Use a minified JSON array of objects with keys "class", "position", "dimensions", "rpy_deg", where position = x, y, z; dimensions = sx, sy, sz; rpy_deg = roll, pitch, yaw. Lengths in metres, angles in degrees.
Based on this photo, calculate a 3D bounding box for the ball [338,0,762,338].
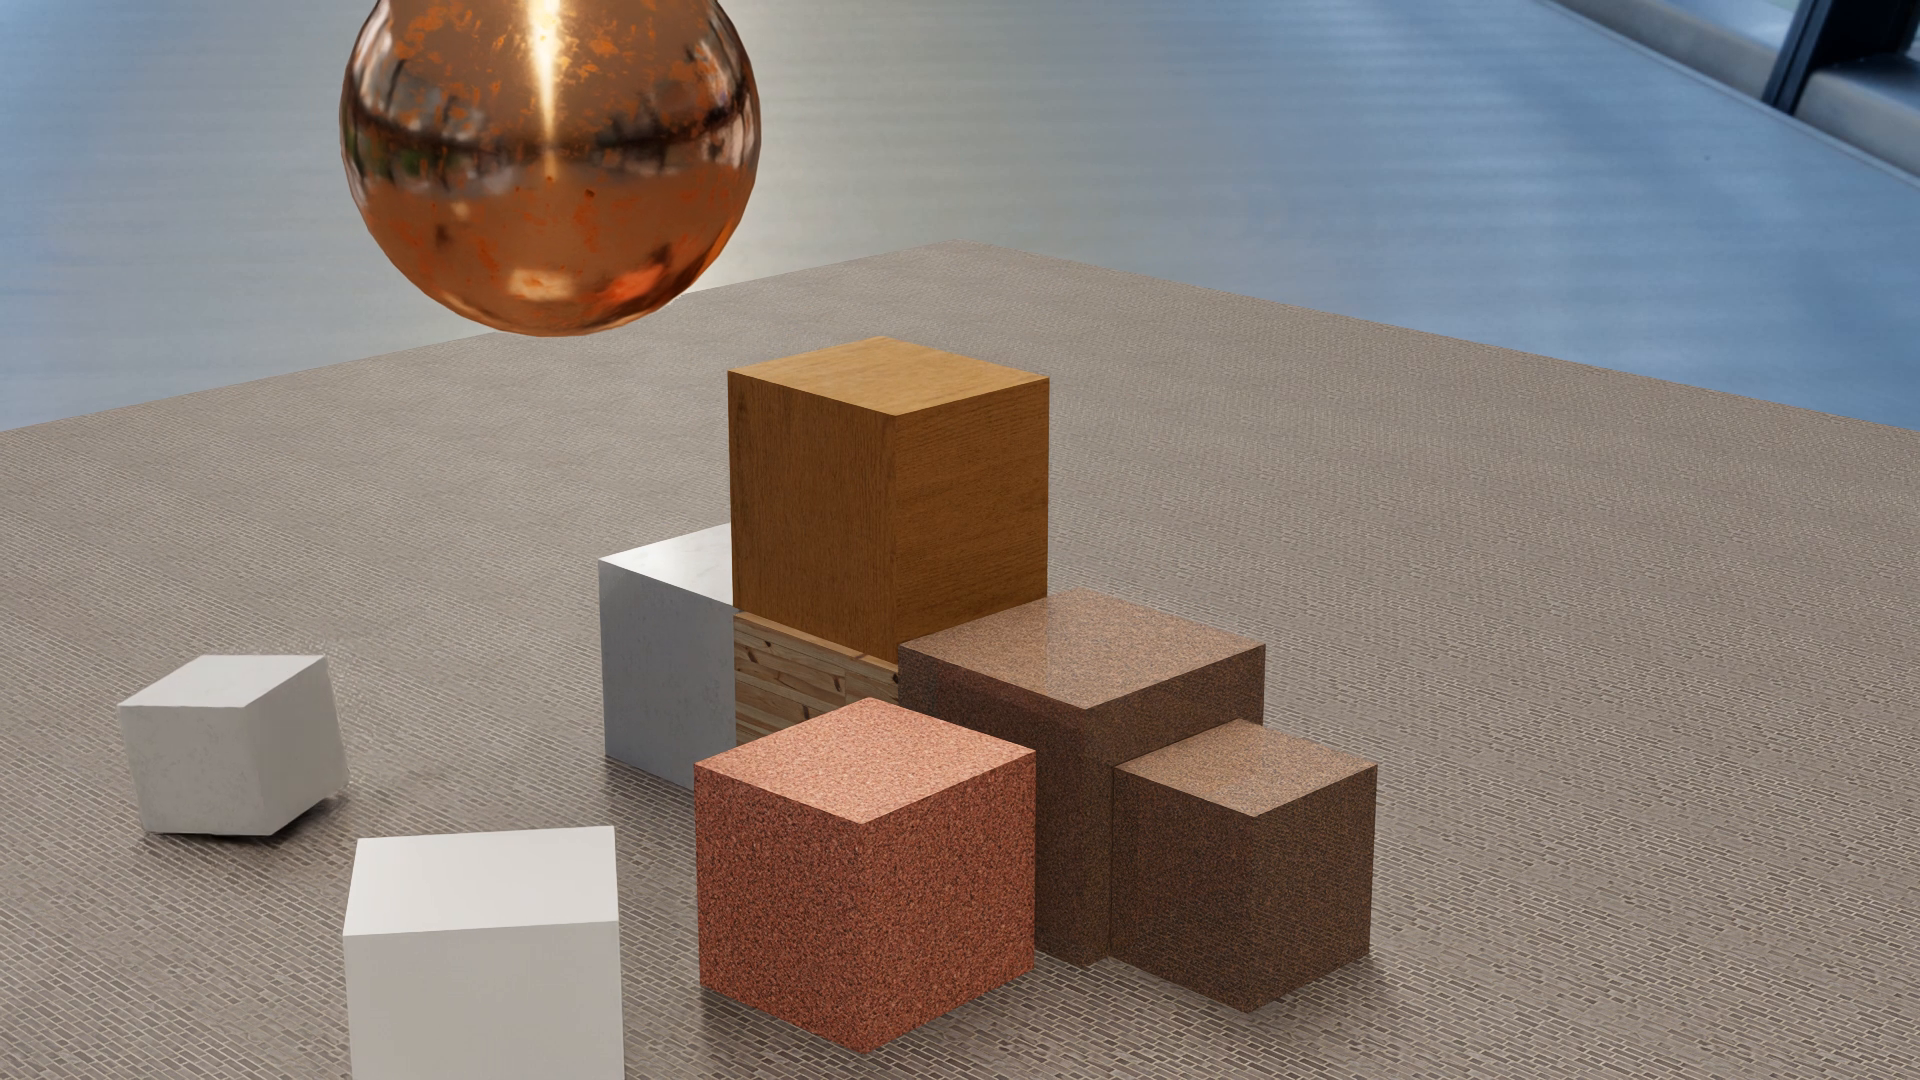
[{"class":"ball","position":[-1.559,-1.576,11.212],"dimensions":[1.600,1.600,1.600],"rpy_deg":[0,17,0]}]

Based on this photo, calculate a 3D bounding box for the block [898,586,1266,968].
[{"class":"block","position":[0.539,1.023,13.119],"dimensions":[1.166,1.181,1.130],"rpy_deg":[-16,24,-42]}]

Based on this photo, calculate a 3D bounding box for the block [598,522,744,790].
[{"class":"block","position":[-1.068,0.607,14.673],"dimensions":[0.956,1.043,1.116],"rpy_deg":[-17,24,-42]}]

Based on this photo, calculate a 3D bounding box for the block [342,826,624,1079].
[{"class":"block","position":[-1.822,1.724,11.364],"dimensions":[1.006,0.897,0.904],"rpy_deg":[-2,18,-7]}]

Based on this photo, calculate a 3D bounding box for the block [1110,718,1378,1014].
[{"class":"block","position":[1.209,1.371,12.516],"dimensions":[0.816,0.878,0.764],"rpy_deg":[-17,24,-42]}]

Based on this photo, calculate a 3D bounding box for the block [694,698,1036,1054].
[{"class":"block","position":[-0.391,1.376,12.297],"dimensions":[0.956,1.000,1.053],"rpy_deg":[15,23,40]}]

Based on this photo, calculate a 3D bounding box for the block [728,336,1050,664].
[{"class":"block","position":[-0.332,-0.214,13.632],"dimensions":[0.970,1.151,1.127],"rpy_deg":[-16,24,-42]}]

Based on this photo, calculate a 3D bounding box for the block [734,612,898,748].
[{"class":"block","position":[-0.270,0.848,13.910],"dimensions":[1.123,1.041,1.125],"rpy_deg":[-17,24,-42]}]

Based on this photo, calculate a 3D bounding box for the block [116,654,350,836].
[{"class":"block","position":[-3.462,0.971,14.010],"dimensions":[0.714,0.644,0.691],"rpy_deg":[-1,18,22]}]
